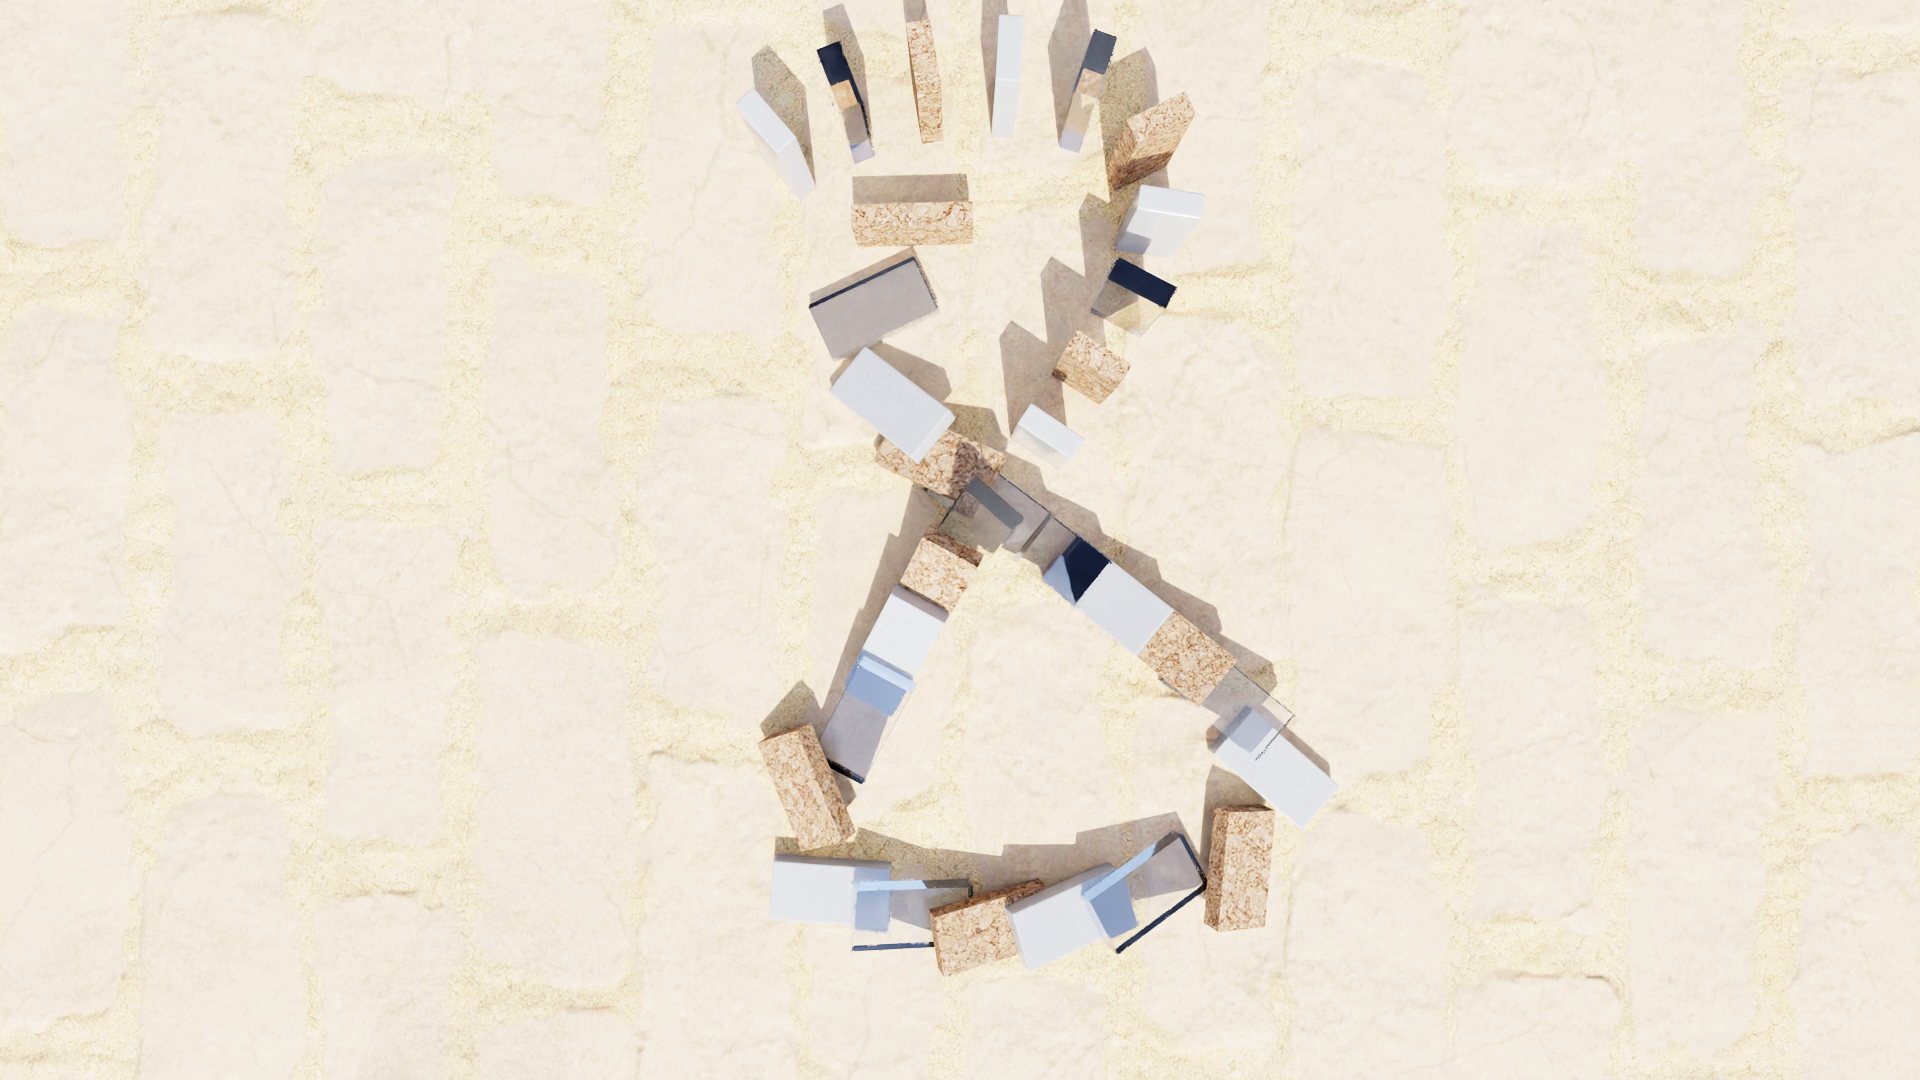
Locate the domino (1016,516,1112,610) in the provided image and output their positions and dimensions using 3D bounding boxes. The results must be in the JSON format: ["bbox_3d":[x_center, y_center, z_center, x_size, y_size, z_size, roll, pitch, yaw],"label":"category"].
[{"bbox_3d":[0.037,0.004,0.388,0.050,0.009,0.025,39,90,17],"label":"domino"}]

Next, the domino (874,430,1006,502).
[{"bbox_3d":[-0.009,-0.034,0.387,0.050,0.010,0.025,26,86,19],"label":"domino"}]

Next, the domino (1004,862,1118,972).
[{"bbox_3d":[0.046,0.159,0.388,0.050,0.009,0.025,-17,90,-17],"label":"domino"}]

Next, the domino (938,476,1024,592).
[{"bbox_3d":[0.004,-0.001,0.377,0.025,0.050,0.009,42,50,5],"label":"domino"}]

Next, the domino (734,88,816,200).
[{"bbox_3d":[-0.074,-0.160,0.375,0.009,0.050,0.025,-41,90,0],"label":"domino"}]

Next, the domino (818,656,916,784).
[{"bbox_3d":[-0.041,0.076,0.387,0.025,0.009,0.050,28,109,0],"label":"domino"}]

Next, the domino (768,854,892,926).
[{"bbox_3d":[-0.056,0.151,0.395,0.050,0.009,0.025,4,90,0],"label":"domino"}]

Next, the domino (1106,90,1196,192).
[{"bbox_3d":[0.077,-0.162,0.375,0.025,0.050,0.010,-26,90,0],"label":"domino"}]

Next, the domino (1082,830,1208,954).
[{"bbox_3d":[0.079,0.149,0.388,0.050,0.010,0.025,-28,90,-17],"label":"domino"}]

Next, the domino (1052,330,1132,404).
[{"bbox_3d":[0.053,-0.069,0.375,0.025,0.050,0.009,32,90,0],"label":"domino"}]

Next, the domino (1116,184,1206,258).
[{"bbox_3d":[0.081,-0.129,0.375,0.025,0.050,0.010,9,90,0],"label":"domino"}]

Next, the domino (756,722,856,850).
[{"bbox_3d":[-0.065,0.105,0.389,0.025,0.010,0.050,-22,90,33],"label":"domino"}]

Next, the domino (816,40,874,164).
[{"bbox_3d":[-0.046,-0.177,0.375,0.010,0.050,0.025,-21,90,0],"label":"domino"}]

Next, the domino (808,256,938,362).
[{"bbox_3d":[-0.037,-0.099,0.395,0.050,0.010,0.025,-25,90,0],"label":"domino"}]

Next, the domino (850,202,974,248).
[{"bbox_3d":[-0.020,-0.133,0.388,0.050,0.025,0.009,-1,90,0],"label":"domino"}]

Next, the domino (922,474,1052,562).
[{"bbox_3d":[0.012,-0.016,0.388,0.050,0.010,0.025,38,90,17],"label":"domino"}]

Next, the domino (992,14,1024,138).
[{"bbox_3d":[0.019,-0.188,0.375,0.009,0.050,0.025,3,90,0],"label":"domino"}]

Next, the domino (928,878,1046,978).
[{"bbox_3d":[0.014,0.164,0.388,0.050,0.009,0.025,-9,90,-18],"label":"domino"}]

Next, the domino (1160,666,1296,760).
[{"bbox_3d":[0.113,0.067,0.389,0.050,0.010,0.025,40,90,15],"label":"domino"}]

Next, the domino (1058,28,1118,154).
[{"bbox_3d":[0.052,-0.182,0.375,0.009,0.050,0.025,19,90,0],"label":"domino"}]

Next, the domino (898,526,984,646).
[{"bbox_3d":[-0.012,0.020,0.381,0.025,0.009,0.050,29,126,0],"label":"domino"}]

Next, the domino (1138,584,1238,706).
[{"bbox_3d":[0.089,0.044,0.388,0.050,0.010,0.025,40,90,17],"label":"domino"}]

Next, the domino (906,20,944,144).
[{"bbox_3d":[-0.014,-0.186,0.375,0.009,0.050,0.025,-10,90,0],"label":"domino"}]

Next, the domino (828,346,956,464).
[{"bbox_3d":[-0.029,-0.057,0.387,0.050,0.010,0.025,39,90,19],"label":"domino"}]

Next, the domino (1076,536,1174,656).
[{"bbox_3d":[0.063,0.024,0.388,0.050,0.010,0.025,40,90,17],"label":"domino"}]

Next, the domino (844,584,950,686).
[{"bbox_3d":[-0.027,0.046,0.385,0.025,0.009,0.050,29,114,0],"label":"domino"}]

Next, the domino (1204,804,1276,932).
[{"bbox_3d":[0.119,0.139,0.391,0.025,0.009,0.050,5,90,-23],"label":"domino"}]

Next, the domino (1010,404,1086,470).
[{"bbox_3d":[0.035,-0.042,0.375,0.025,0.050,0.010,34,90,0],"label":"domino"}]

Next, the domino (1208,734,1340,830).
[{"bbox_3d":[0.135,0.098,0.395,0.050,0.009,0.025,41,90,0],"label":"domino"}]

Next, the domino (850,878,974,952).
[{"bbox_3d":[-0.021,0.159,0.389,0.050,0.010,0.025,4,90,-16],"label":"domino"}]

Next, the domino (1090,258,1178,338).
[{"bbox_3d":[0.070,-0.098,0.375,0.025,0.050,0.009,27,90,0],"label":"domino"}]
